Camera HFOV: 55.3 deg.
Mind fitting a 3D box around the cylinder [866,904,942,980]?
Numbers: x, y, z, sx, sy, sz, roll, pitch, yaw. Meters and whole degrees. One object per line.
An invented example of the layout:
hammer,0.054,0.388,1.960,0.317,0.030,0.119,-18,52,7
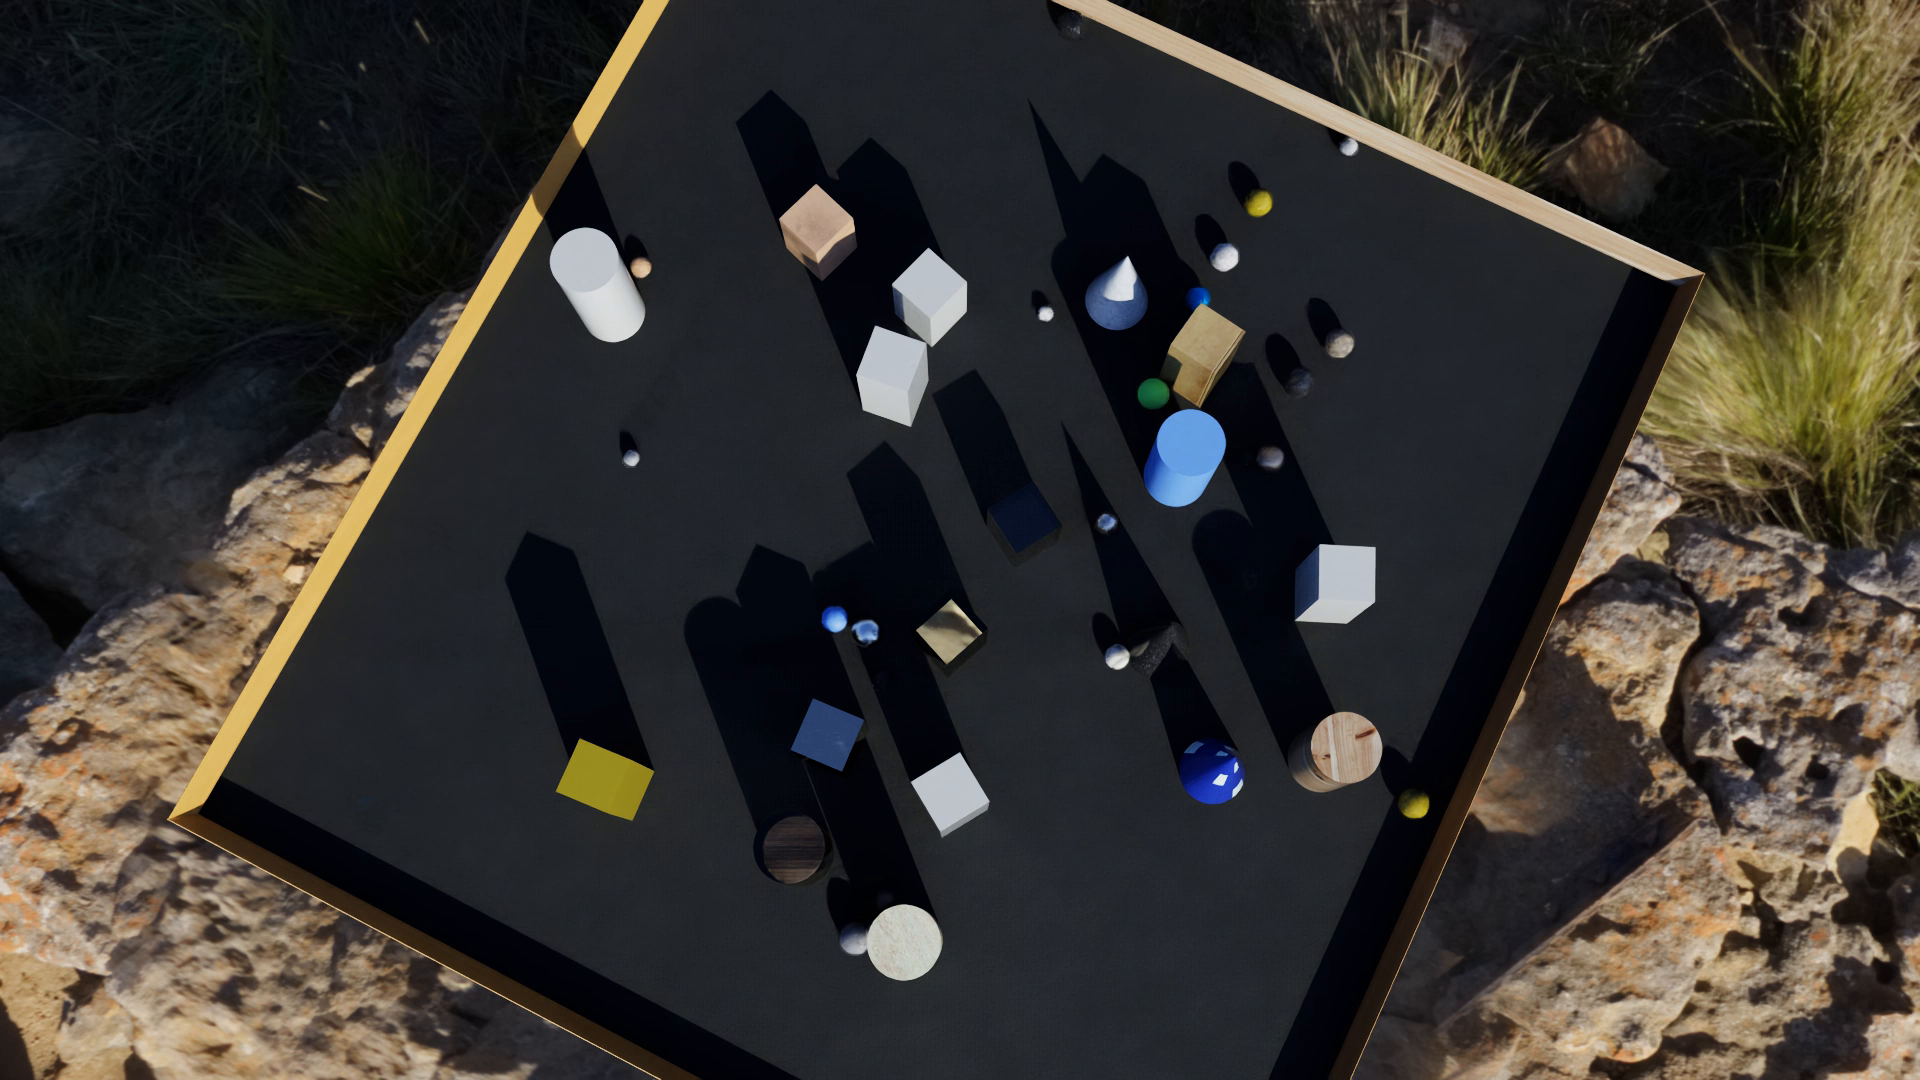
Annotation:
cylinder,-0.150,1.125,5.138,0.199,0.480,0.199,0,78,0

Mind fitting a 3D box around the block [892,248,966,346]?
block,-0.091,-0.742,5.629,0.159,0.277,0.159,43,81,8

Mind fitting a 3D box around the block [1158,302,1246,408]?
block,0.728,-0.556,5.548,0.159,0.360,0.159,35,80,7

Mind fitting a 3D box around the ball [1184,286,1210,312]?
ball,0.742,-0.751,5.731,0.080,0.080,0.080,0,78,0

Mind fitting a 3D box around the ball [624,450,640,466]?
ball,-1.011,-0.255,5.644,0.050,0.050,0.050,0,78,0

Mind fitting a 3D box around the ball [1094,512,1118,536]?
ball,0.445,-0.049,5.590,0.071,0.071,0.071,0,78,0

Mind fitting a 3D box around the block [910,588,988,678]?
block,-0.032,0.276,5.408,0.159,0.297,0.159,-41,81,-8

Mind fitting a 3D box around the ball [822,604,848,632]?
ball,-0.378,0.236,5.526,0.081,0.081,0.081,0,78,0

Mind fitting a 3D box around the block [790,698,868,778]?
block,-0.376,0.583,5.346,0.159,0.294,0.159,22,79,4

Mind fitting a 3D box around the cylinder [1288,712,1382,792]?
cylinder,1.077,0.617,5.293,0.199,0.384,0.199,0,78,0

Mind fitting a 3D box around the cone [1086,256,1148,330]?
cone,0.493,-0.796,5.579,0.199,0.396,0.199,0,78,0

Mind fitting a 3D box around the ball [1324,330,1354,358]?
ball,1.178,-0.610,5.697,0.090,0.090,0.090,0,78,0

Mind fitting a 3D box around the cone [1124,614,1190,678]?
cone,0.597,0.278,5.350,0.199,0.409,0.199,0,78,0

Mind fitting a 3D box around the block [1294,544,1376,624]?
block,1.100,0.133,5.393,0.159,0.384,0.159,3,78,1

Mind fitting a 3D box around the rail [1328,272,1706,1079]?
rail,1.485,0.734,5.398,0.045,0.129,3.551,26,80,5

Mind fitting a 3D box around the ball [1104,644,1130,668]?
ball,0.472,0.350,5.506,0.075,0.075,0.075,0,78,0

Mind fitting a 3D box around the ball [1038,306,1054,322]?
ball,0.268,-0.709,5.739,0.048,0.048,0.048,0,78,0

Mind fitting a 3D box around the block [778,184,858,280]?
block,-0.438,-0.952,5.687,0.159,0.247,0.159,44,82,8

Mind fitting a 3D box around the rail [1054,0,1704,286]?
rail,0.783,-1.527,5.866,3.369,0.129,0.045,26,80,5

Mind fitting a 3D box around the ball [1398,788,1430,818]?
ball,1.341,0.776,5.409,0.093,0.093,0.093,0,78,0

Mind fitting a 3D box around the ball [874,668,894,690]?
ball,-0.228,0.419,5.497,0.064,0.064,0.064,0,78,0

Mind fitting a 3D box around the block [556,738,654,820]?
block,-1.016,0.694,5.275,0.159,0.388,0.159,22,79,4

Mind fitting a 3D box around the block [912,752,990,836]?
block,-0.027,0.736,5.263,0.159,0.394,0.159,-31,80,-6

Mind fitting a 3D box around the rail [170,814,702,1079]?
rail,-0.783,1.541,5.231,3.369,0.129,0.045,26,80,5

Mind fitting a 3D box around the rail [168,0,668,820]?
rail,-1.485,-0.720,5.699,0.045,0.129,3.551,26,80,5

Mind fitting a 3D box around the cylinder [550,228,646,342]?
cylinder,-1.089,-0.765,5.539,0.199,0.463,0.199,0,78,0

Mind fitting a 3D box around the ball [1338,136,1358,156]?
ball,1.239,-1.258,5.847,0.059,0.059,0.059,0,78,0

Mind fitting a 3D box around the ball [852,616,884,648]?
ball,-0.278,0.277,5.510,0.097,0.097,0.097,0,78,0

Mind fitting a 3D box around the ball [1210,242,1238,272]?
ball,0.830,-0.888,5.755,0.089,0.089,0.089,0,78,0

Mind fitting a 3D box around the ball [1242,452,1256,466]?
ball,0.890,-0.252,5.647,0.043,0.043,0.043,0,78,0

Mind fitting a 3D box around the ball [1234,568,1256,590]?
ball,0.864,0.117,5.558,0.068,0.068,0.068,0,78,0

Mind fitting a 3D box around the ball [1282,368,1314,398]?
ball,1.047,-0.487,5.669,0.094,0.094,0.094,0,78,0

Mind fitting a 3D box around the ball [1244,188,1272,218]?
ball,0.942,-1.065,5.792,0.089,0.089,0.089,0,78,0

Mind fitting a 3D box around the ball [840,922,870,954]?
ball,-0.304,1.158,5.329,0.095,0.095,0.095,0,78,0

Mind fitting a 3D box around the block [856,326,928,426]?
block,-0.200,-0.489,5.524,0.159,0.379,0.159,19,79,4

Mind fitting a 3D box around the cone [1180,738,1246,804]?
cone,0.753,0.641,5.242,0.199,0.474,0.199,0,78,0

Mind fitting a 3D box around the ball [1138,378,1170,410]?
ball,0.598,-0.451,5.659,0.099,0.099,0.099,0,78,0

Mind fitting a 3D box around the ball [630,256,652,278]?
ball,-1.003,-0.858,5.760,0.067,0.067,0.067,0,78,0

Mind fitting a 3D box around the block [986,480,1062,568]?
block,0.191,-0.043,5.502,0.159,0.242,0.159,-32,80,-6

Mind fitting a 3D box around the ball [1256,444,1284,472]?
ball,0.951,-0.250,5.624,0.086,0.086,0.086,0,78,0

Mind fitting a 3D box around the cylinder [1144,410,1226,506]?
cylinder,0.665,-0.240,5.463,0.199,0.397,0.199,0,78,0

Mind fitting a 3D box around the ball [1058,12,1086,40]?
ball,0.362,-1.661,5.916,0.088,0.088,0.088,0,78,0

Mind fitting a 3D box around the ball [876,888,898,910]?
ball,-0.214,1.054,5.366,0.064,0.064,0.064,0,78,0

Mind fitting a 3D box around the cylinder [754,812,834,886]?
cylinder,-0.471,0.885,5.237,0.199,0.384,0.199,0,78,0
